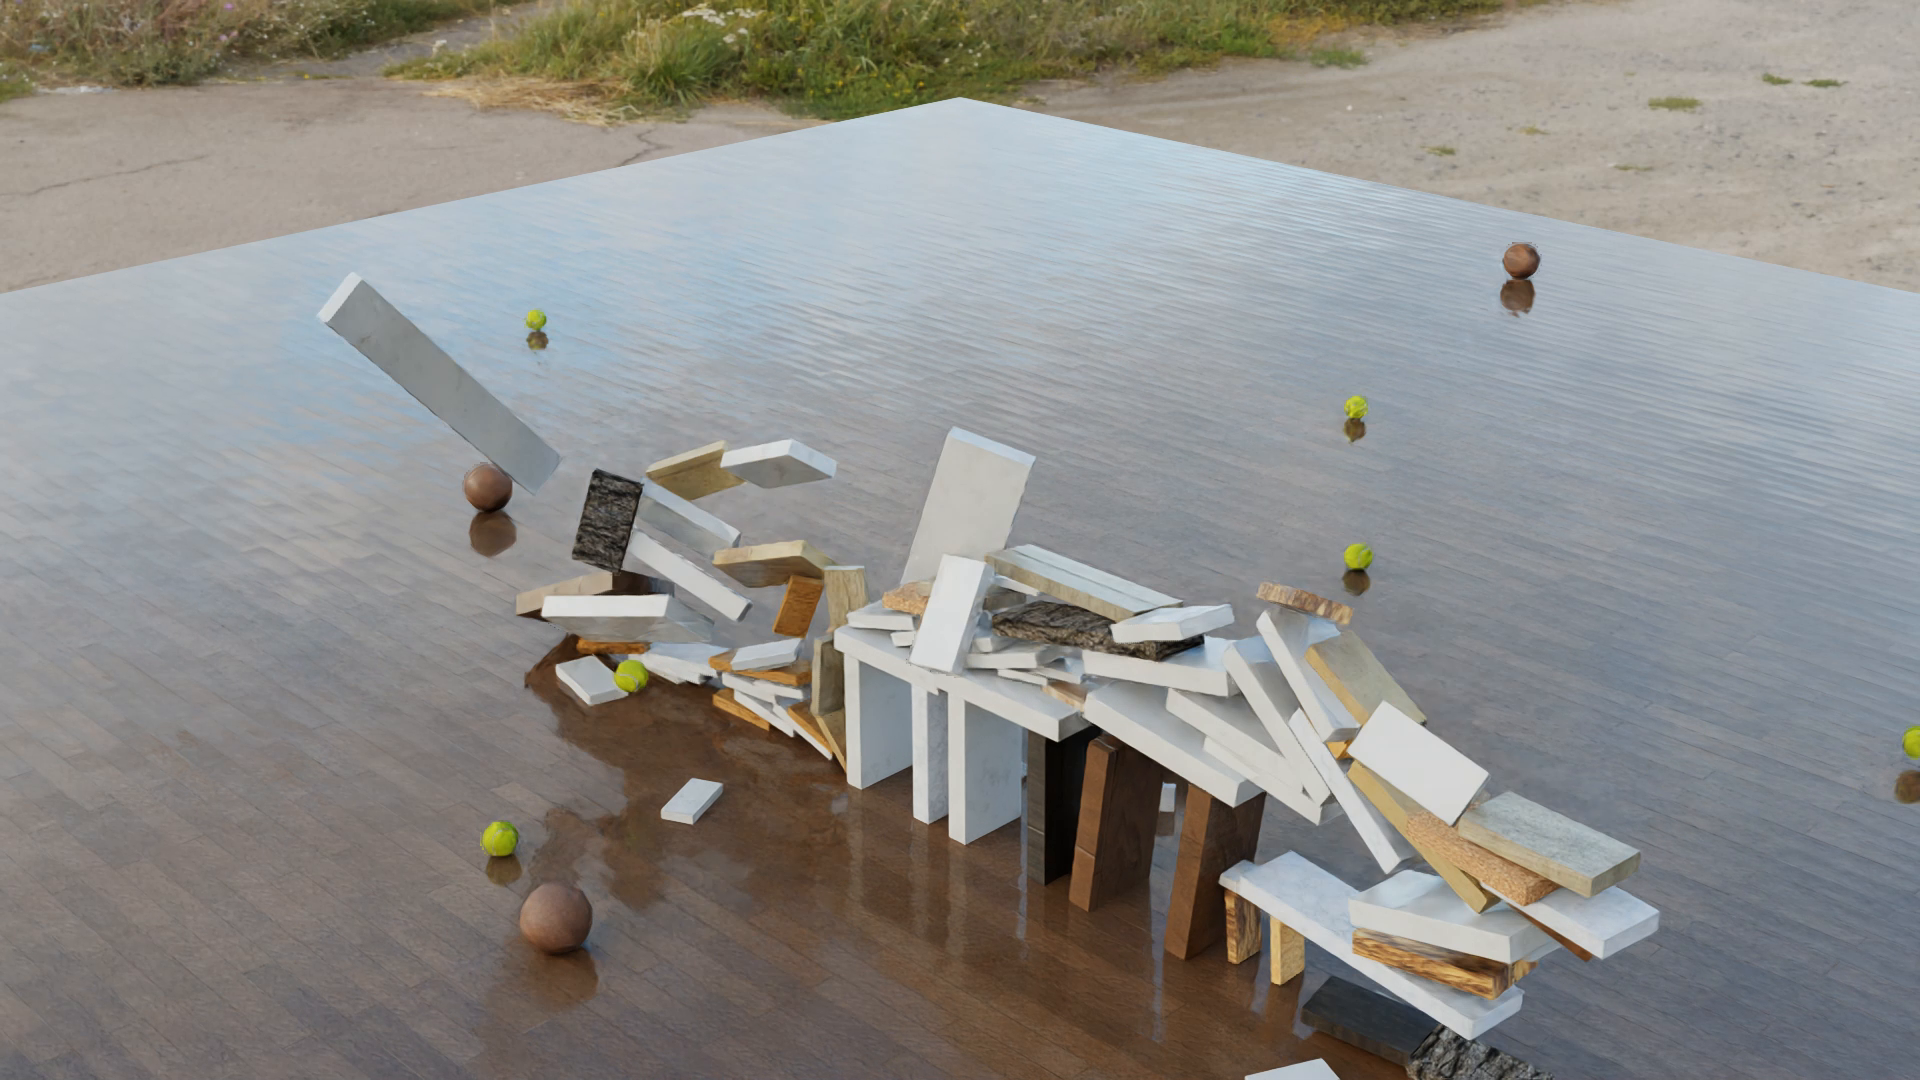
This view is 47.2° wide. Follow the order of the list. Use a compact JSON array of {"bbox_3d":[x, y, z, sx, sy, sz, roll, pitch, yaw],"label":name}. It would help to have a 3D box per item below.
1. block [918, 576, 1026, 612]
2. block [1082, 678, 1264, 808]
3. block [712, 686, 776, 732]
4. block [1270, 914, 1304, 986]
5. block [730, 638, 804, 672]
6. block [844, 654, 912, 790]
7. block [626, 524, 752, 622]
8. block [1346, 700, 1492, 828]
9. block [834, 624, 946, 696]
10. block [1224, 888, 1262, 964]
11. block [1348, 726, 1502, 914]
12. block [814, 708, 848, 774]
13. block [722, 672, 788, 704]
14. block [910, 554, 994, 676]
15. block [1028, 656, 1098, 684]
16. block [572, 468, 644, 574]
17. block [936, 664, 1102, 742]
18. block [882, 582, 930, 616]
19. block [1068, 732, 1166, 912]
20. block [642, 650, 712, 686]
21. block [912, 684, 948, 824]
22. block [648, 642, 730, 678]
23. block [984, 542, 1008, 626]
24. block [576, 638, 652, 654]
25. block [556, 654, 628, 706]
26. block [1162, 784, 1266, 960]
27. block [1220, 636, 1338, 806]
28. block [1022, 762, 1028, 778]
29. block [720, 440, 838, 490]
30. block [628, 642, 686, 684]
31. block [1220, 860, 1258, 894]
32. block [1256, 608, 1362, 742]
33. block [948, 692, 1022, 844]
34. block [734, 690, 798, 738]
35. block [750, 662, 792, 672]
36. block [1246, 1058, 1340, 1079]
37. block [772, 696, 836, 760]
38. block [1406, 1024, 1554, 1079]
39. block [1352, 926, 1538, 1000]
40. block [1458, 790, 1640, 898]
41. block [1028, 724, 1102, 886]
[{"bbox_3d":[0.022,0.101,4.317,0.199,0.028,0.099,12,17,42],"label":"block"},{"bbox_3d":[0.412,0.347,3.937,0.352,0.050,0.176,29,35,36],"label":"block"},{"bbox_3d":[-0.450,0.366,4.865,0.186,0.026,0.093,20,30,40],"label":"block"},{"bbox_3d":[0.581,0.710,3.902,0.020,0.144,0.072,15,27,42],"label":"block"},{"bbox_3d":[-0.400,0.238,4.581,0.140,0.020,0.070,-10,21,15],"label":"block"},{"bbox_3d":[-0.167,0.352,4.548,0.042,0.299,0.149,21,31,40],"label":"block"},{"bbox_3d":[-0.627,0.065,4.896,0.353,0.050,0.176,33,-3,0],"label":"block"},{"bbox_3d":[0.709,0.346,3.403,0.199,0.099,0.028,36,2,26],"label":"block"},{"bbox_3d":[-0.097,0.222,4.419,0.299,0.042,0.149,21,31,40],"label":"block"},{"bbox_3d":[0.511,0.684,3.962,0.072,0.144,0.020,-21,24,-40],"label":"block"},{"bbox_3d":[0.776,0.440,3.494,0.152,0.043,0.304,-22,56,-31],"label":"block"},{"bbox_3d":[-0.243,0.413,4.630,0.074,0.021,0.148,-21,75,-41],"label":"block"},{"bbox_3d":[-0.426,0.310,4.803,0.093,0.026,0.185,-21,25,-39],"label":"block"},{"bbox_3d":[-0.015,0.143,4.229,0.110,0.220,0.031,11,-10,41],"label":"block"},{"bbox_3d":[0.196,0.242,4.135,0.121,0.017,0.061,12,24,38],"label":"block"},{"bbox_3d":[-0.765,-0.040,4.767,0.107,0.214,0.030,19,26,0],"label":"block"},{"bbox_3d":[0.124,0.286,4.206,0.160,0.045,0.320,-21,31,-41],"label":"block"},{"bbox_3d":[-0.051,0.122,4.367,0.190,0.027,0.095,10,21,38],"label":"block"},{"bbox_3d":[0.298,0.507,4.111,0.176,0.352,0.050,-21,37,-41],"label":"block"},{"bbox_3d":[-0.627,0.279,5.004,0.179,0.025,0.090,17,27,35],"label":"block"},{"bbox_3d":[-0.027,0.407,4.420,0.042,0.299,0.149,21,30,40],"label":"block"},{"bbox_3d":[-0.602,0.264,4.968,0.186,0.026,0.093,10,25,25],"label":"block"},{"bbox_3d":[0.062,0.174,4.843,0.050,0.355,0.178,0,3,14],"label":"block"},{"bbox_3d":[-0.795,0.224,5.117,0.179,0.025,0.090,-2,45,23],"label":"block"},{"bbox_3d":[-0.833,0.317,4.979,0.093,0.026,0.186,-14,27,-30],"label":"block"},{"bbox_3d":[0.462,0.570,3.960,0.050,0.352,0.176,27,34,36],"label":"block"},{"bbox_3d":[0.588,0.296,3.725,0.156,0.044,0.312,-10,57,-36],"label":"block"},{"bbox_3d":[0.055,0.458,4.613,0.084,0.024,0.168,-22,41,-39],"label":"block"},{"bbox_3d":[-0.390,-0.161,4.719,0.126,0.036,0.252,27,-21,-35],"label":"block"},{"bbox_3d":[-0.672,0.279,5.070,0.179,0.025,0.090,21,31,40],"label":"block"},{"bbox_3d":[0.540,0.617,3.899,0.144,0.020,0.072,23,32,37],"label":"block"},{"bbox_3d":[0.600,0.220,3.628,0.126,0.036,0.253,-2,48,-31],"label":"block"},{"bbox_3d":[0.050,0.426,4.346,0.045,0.320,0.160,21,31,41],"label":"block"},{"bbox_3d":[-0.396,0.362,4.800,0.185,0.026,0.093,29,36,33],"label":"block"},{"bbox_3d":[-0.415,0.252,4.722,0.084,0.024,0.167,-12,8,-10],"label":"block"},{"bbox_3d":[0.549,0.897,3.622,0.142,0.020,0.071,-8,24,-18],"label":"block"},{"bbox_3d":[-0.304,0.394,4.720,0.185,0.026,0.093,37,40,29],"label":"block"},{"bbox_3d":[0.848,0.873,3.588,0.211,0.030,0.106,19,43,39],"label":"block"},{"bbox_3d":[0.792,0.669,3.599,0.134,0.038,0.267,-23,24,-40],"label":"block"},{"bbox_3d":[0.880,0.453,3.291,0.119,0.034,0.238,-18,28,-36],"label":"block"},{"bbox_3d":[0.200,0.485,4.208,0.045,0.320,0.160,20,30,41],"label":"block"}]
